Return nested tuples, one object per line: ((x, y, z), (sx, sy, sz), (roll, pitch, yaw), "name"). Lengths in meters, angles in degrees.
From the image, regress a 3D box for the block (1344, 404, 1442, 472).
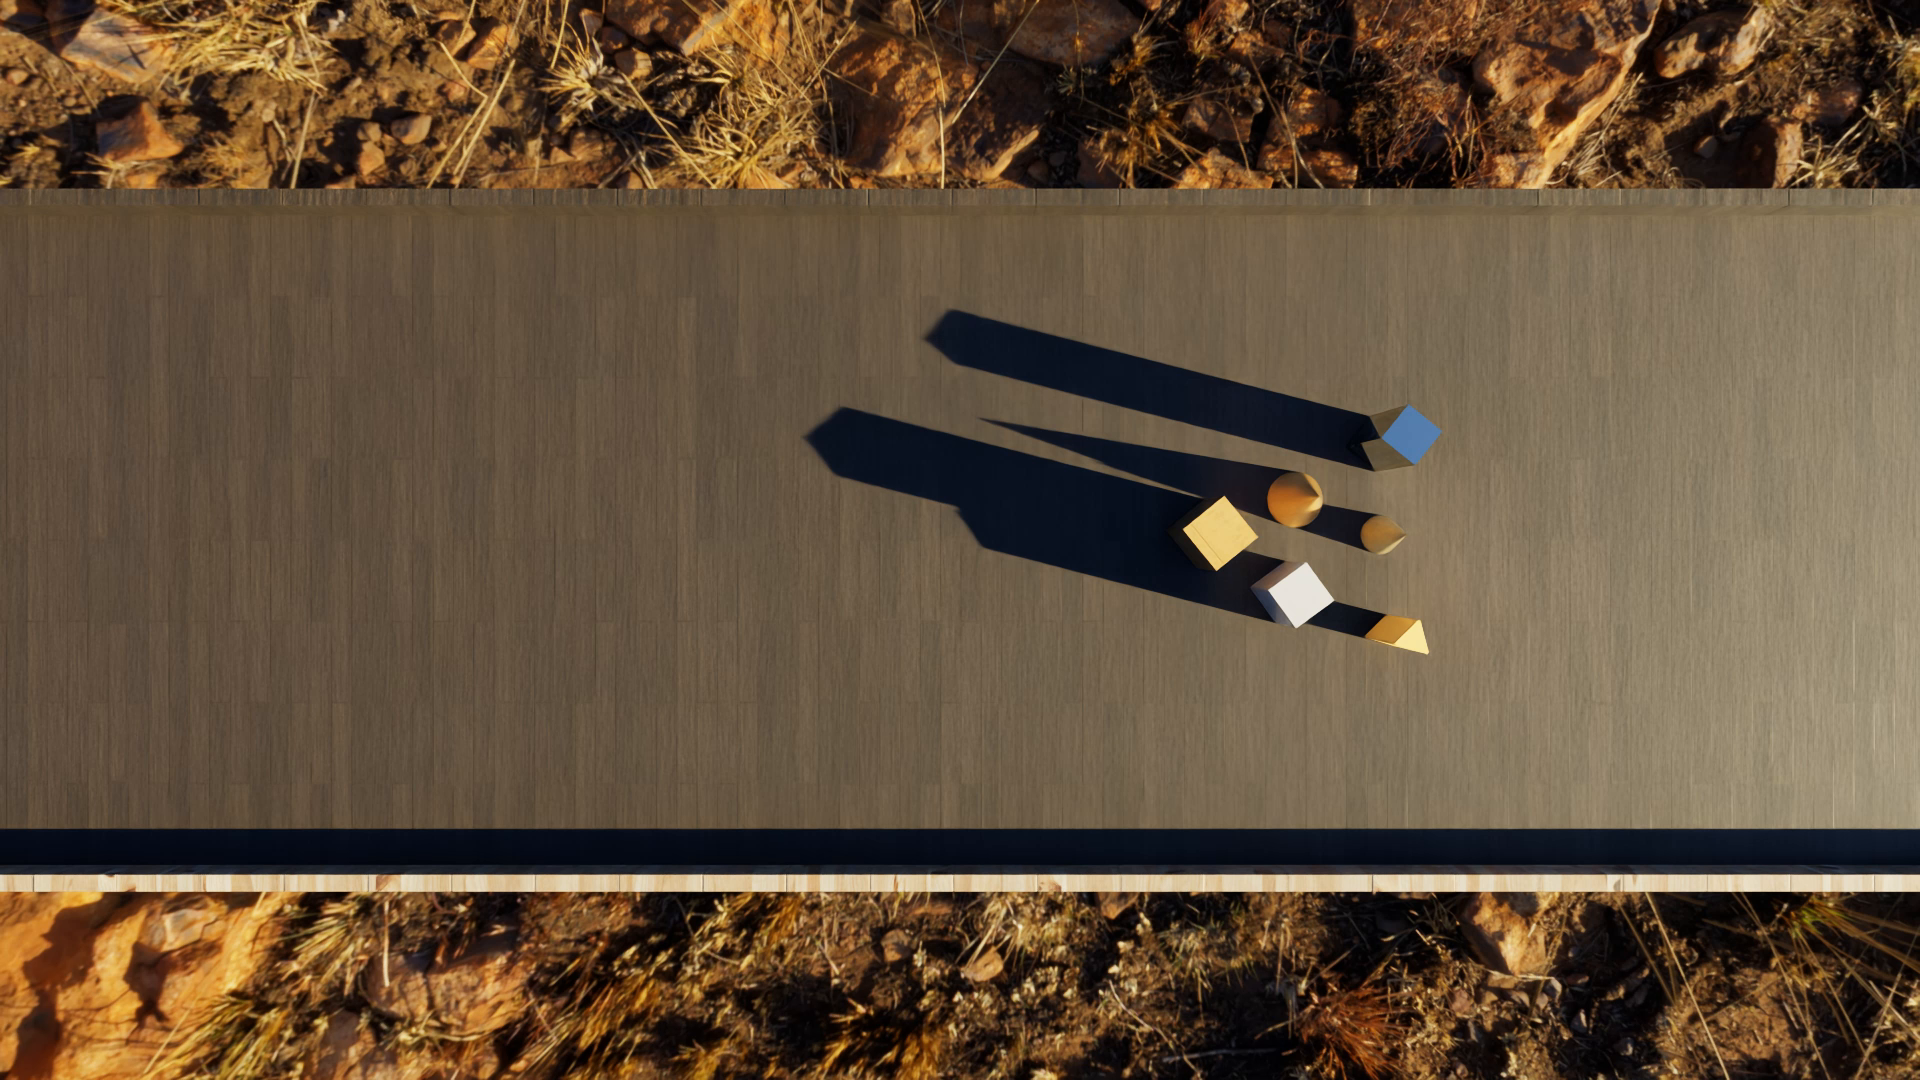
((1.269, -0.296, 4.854), (0.122, 0.445, 0.122), (39, 90, 0), "block")

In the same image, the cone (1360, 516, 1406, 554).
((1.293, -0.016, 4.921), (0.120, 0.310, 0.120), (0, 90, 0), "cone")

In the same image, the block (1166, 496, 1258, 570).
((0.741, -0.019, 4.885), (0.152, 0.384, 0.152), (-39, 90, 0), "block")

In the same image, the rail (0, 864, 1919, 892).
((-2.247, 1.025, 5.001), (12.000, 0.150, 0.050), (0, 90, 0), "rail")

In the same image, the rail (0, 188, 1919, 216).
((-2.247, -1.025, 5.002), (12.000, 0.150, 0.050), (0, 90, 0), "rail")

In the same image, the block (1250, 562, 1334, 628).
((0.986, 0.160, 4.921), (0.137, 0.311, 0.137), (-36, 90, 0), "block")

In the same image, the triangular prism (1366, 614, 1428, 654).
((1.304, 0.270, 4.898), (0.098, 0.356, 0.085), (16, 90, 0), "triangular prism")

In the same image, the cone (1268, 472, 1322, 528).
((1.031, -0.124, 4.906), (0.172, 0.341, 0.172), (0, 90, 0), "cone")
